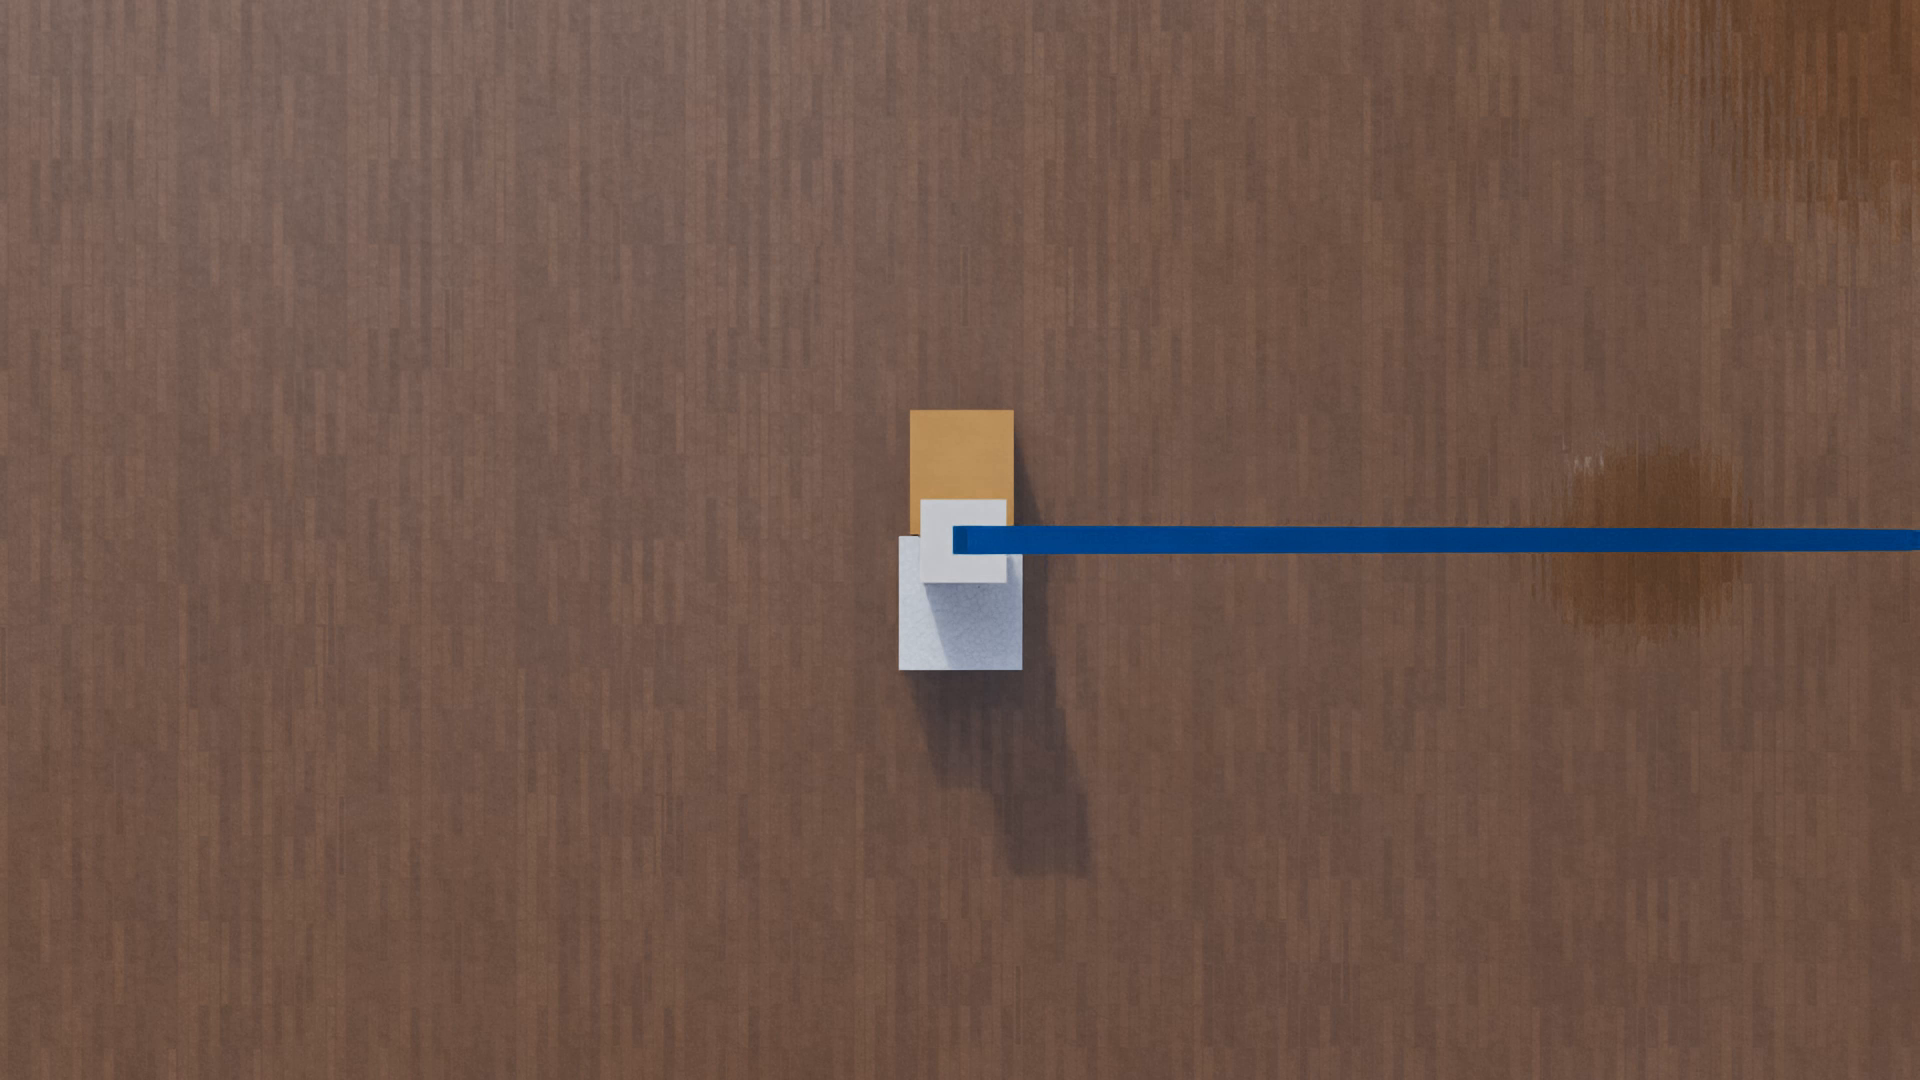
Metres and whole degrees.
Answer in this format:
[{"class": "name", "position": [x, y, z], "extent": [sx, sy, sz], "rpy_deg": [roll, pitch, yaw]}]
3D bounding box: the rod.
[{"class": "rod", "position": [2.234, 0.000, 7.430], "extent": [5.200, 0.080, 0.080], "rpy_deg": [0, 90, -31]}]

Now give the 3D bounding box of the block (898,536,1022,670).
[{"class": "block", "position": [0.004, 0.355, 12.686], "extent": [0.695, 0.627, 0.752], "rpy_deg": [0, 90, 0]}]

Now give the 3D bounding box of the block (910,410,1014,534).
[{"class": "block", "position": [0.011, -0.381, 12.686], "extent": [0.583, 0.629, 0.700], "rpy_deg": [0, 90, 0]}]

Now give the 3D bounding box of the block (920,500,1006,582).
[{"class": "block", "position": [0.019, 0.004, 11.743], "extent": [0.448, 0.486, 0.434], "rpy_deg": [0, 90, 0]}]
